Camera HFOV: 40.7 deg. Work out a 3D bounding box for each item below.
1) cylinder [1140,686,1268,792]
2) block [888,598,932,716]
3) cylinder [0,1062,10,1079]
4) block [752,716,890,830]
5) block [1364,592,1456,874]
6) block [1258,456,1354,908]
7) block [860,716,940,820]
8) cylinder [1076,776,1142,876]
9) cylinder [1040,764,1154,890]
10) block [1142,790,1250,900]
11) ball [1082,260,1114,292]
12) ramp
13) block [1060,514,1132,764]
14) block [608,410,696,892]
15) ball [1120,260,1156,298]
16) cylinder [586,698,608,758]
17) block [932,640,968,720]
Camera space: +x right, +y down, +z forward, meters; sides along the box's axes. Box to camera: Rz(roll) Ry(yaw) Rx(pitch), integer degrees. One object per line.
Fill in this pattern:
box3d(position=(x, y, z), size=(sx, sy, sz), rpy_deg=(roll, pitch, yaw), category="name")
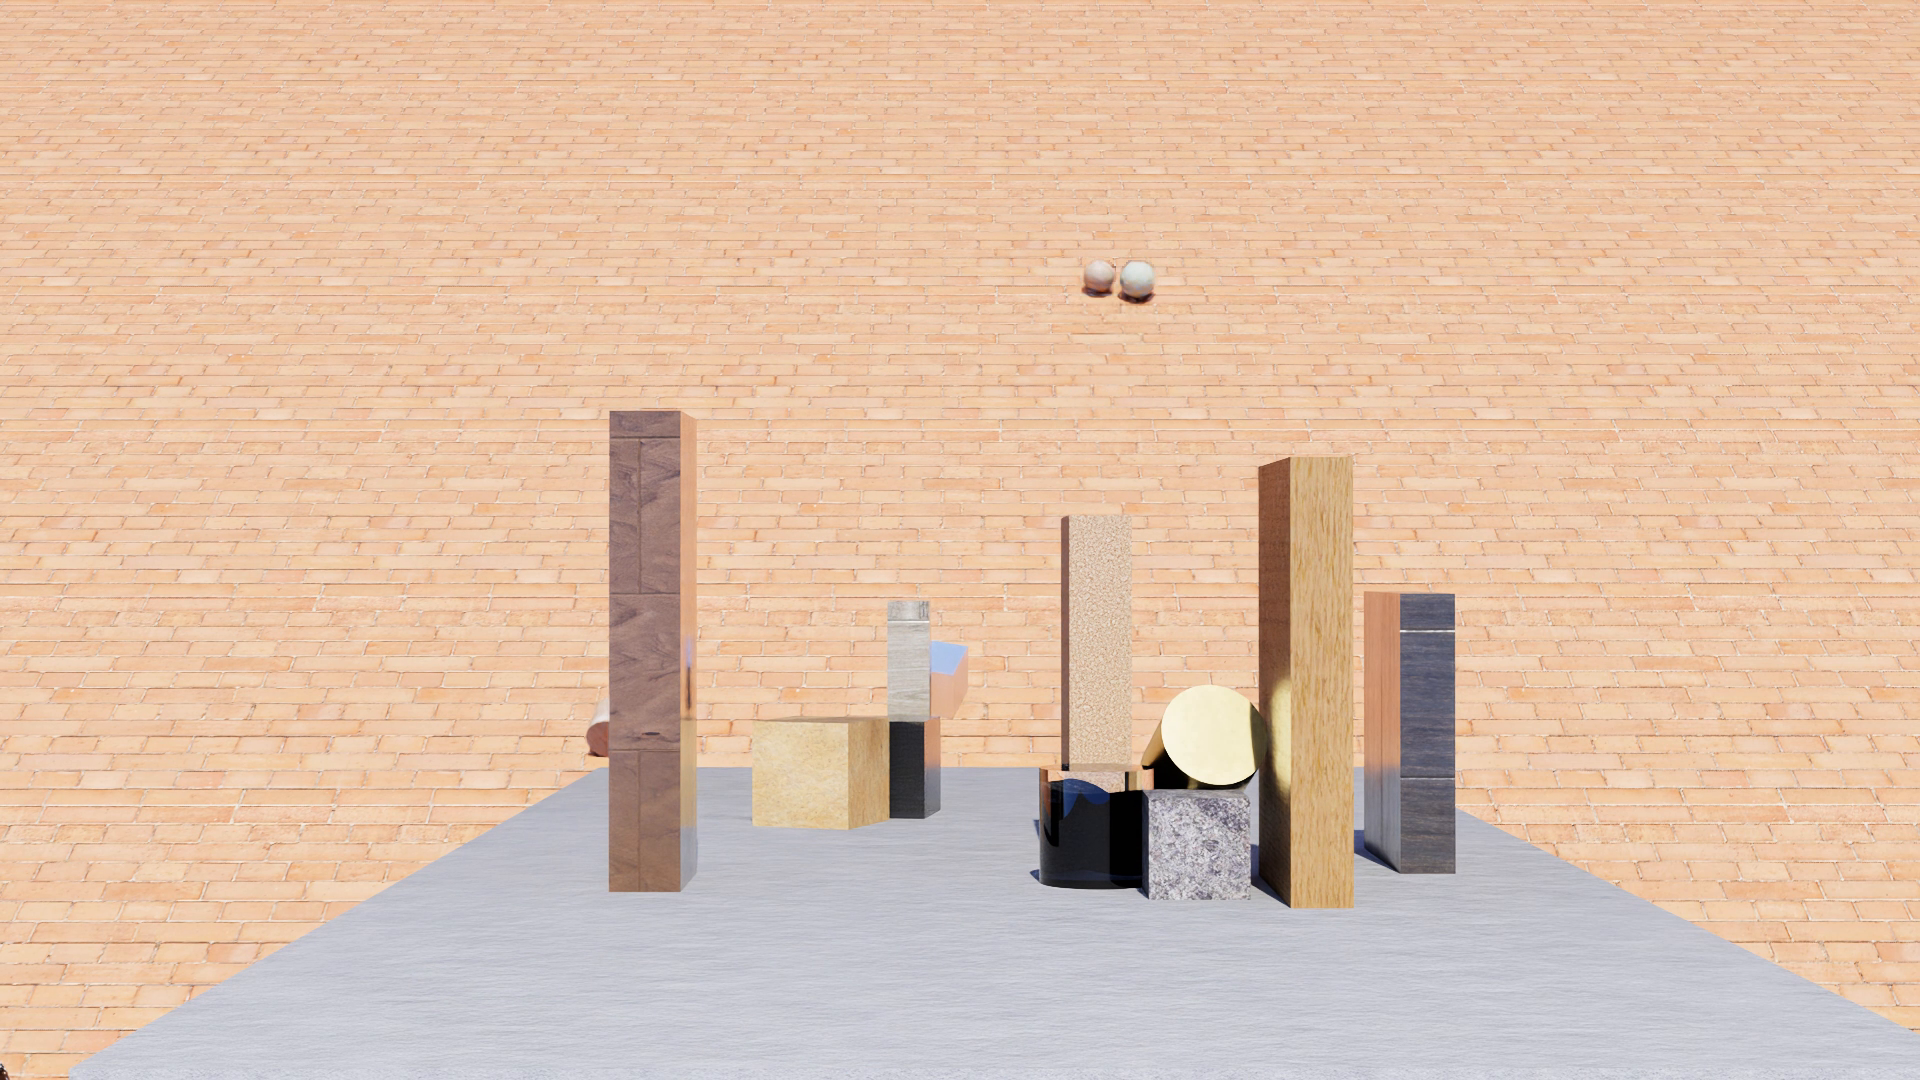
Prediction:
box3d(position=(0.404, 0.360, 4.312), size=(0.178, 0.178, 0.178), rpy_deg=(4, 61, -7), category="cylinder")
box3d(position=(-0.111, 0.356, 5.772), size=(0.090, 0.445, 0.442), rpy_deg=(0, -1, 0), category="block")
box3d(position=(-2.205, 1.212, 5.680), size=(0.164, 0.164, 0.164), rpy_deg=(11, 33, 18), category="cylinder")
box3d(position=(-0.281, 0.469, 5.256), size=(0.210, 0.210, 0.210), rpy_deg=(0, -1, 21), category="block")
box3d(position=(0.793, 0.330, 4.586), size=(0.093, 0.475, 0.393), rpy_deg=(0, -1, 0), category="block")
box3d(position=(0.552, 0.219, 4.164), size=(0.096, 0.689, 0.423), rpy_deg=(0, -1, 0), category="block")
box3d(position=(-0.156, 0.475, 5.448), size=(0.201, 0.201, 0.201), rpy_deg=(0, -1, 9), category="block")
box3d(position=(0.277, 0.489, 4.444), size=(0.155, 0.155, 0.155), rpy_deg=(1, 0, 1), category="cylinder")
box3d(position=(0.225, 0.470, 4.273), size=(0.190, 0.190, 0.190), rpy_deg=(0, -1, 0), category="cylinder")
box3d(position=(0.375, 0.484, 4.129), size=(0.159, 0.159, 0.159), rpy_deg=(0, -1, 0), category="block")
box3d(position=(0.496, -0.941, 9.254), size=(0.114, 0.114, 0.114), rpy_deg=(0, 31, 0), category="ball")
box3d(position=(0.070, 0.619, 4.699), size=(2.000, 0.100, 4.000), rpy_deg=(0, -1, 0), category="ramp")
box3d(position=(0.246, 0.263, 4.712), size=(0.109, 0.611, 0.372), rpy_deg=(0, -1, 0), category="block")
box3d(position=(-0.505, 0.179, 4.282), size=(0.115, 0.772, 0.258), rpy_deg=(0, -1, 0), category="block")
box3d(position=(0.633, -0.927, 9.216), size=(0.131, 0.131, 0.131), rpy_deg=(0, 31, 0), category="ball")
box3d(position=(-0.925, 0.498, 6.896), size=(0.117, 0.117, 0.117), rpy_deg=(3, 32, 5), category="cylinder")
box3d(position=(-0.068, 0.378, 7.065), size=(0.146, 0.146, 0.146), rpy_deg=(9, 32, 14), category="block")
